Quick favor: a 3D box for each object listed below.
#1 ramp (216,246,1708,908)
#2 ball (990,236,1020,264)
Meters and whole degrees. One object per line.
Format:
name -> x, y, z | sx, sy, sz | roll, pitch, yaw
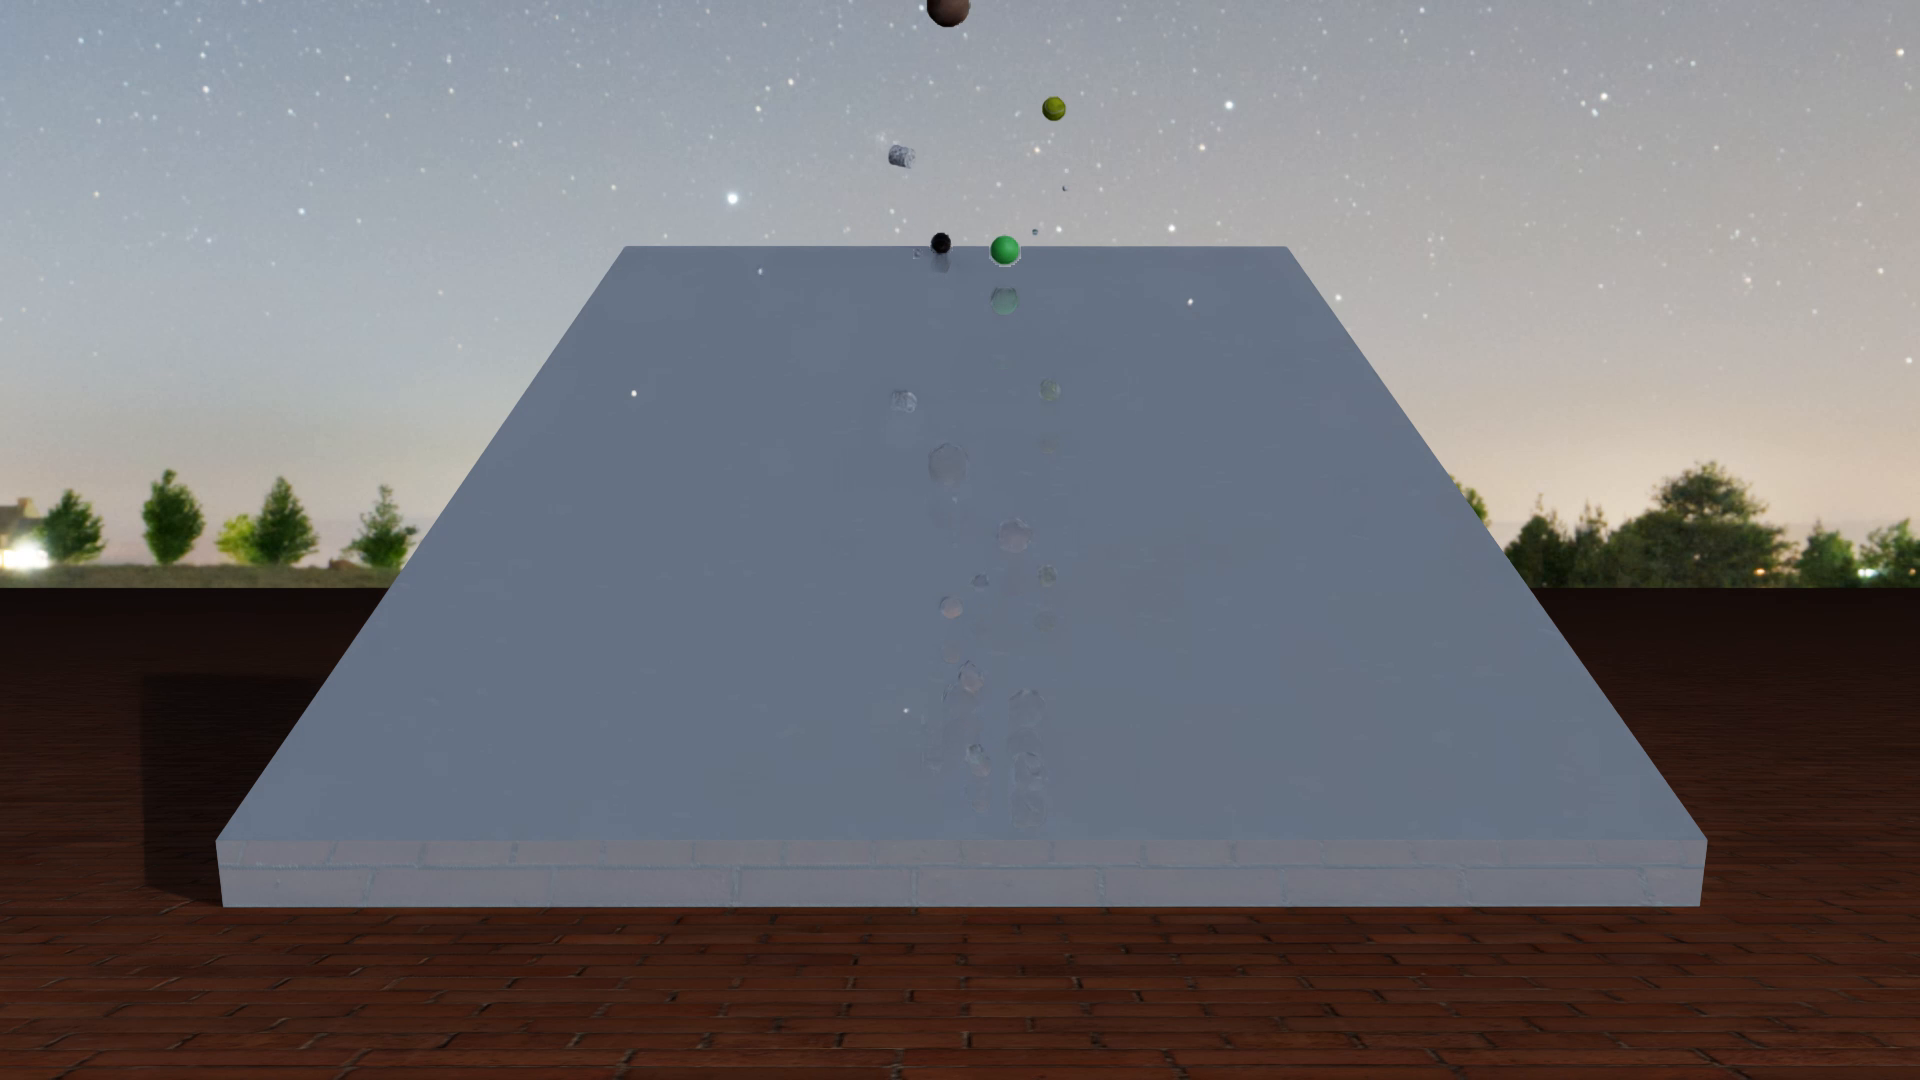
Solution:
ramp -> -0.004, -0.196, 4.923 | 2.000, 0.100, 4.000 | 0, 19, 0
ball -> 0.127, -0.823, 6.384 | 0.082, 0.082, 0.082 | 0, -1, 0
